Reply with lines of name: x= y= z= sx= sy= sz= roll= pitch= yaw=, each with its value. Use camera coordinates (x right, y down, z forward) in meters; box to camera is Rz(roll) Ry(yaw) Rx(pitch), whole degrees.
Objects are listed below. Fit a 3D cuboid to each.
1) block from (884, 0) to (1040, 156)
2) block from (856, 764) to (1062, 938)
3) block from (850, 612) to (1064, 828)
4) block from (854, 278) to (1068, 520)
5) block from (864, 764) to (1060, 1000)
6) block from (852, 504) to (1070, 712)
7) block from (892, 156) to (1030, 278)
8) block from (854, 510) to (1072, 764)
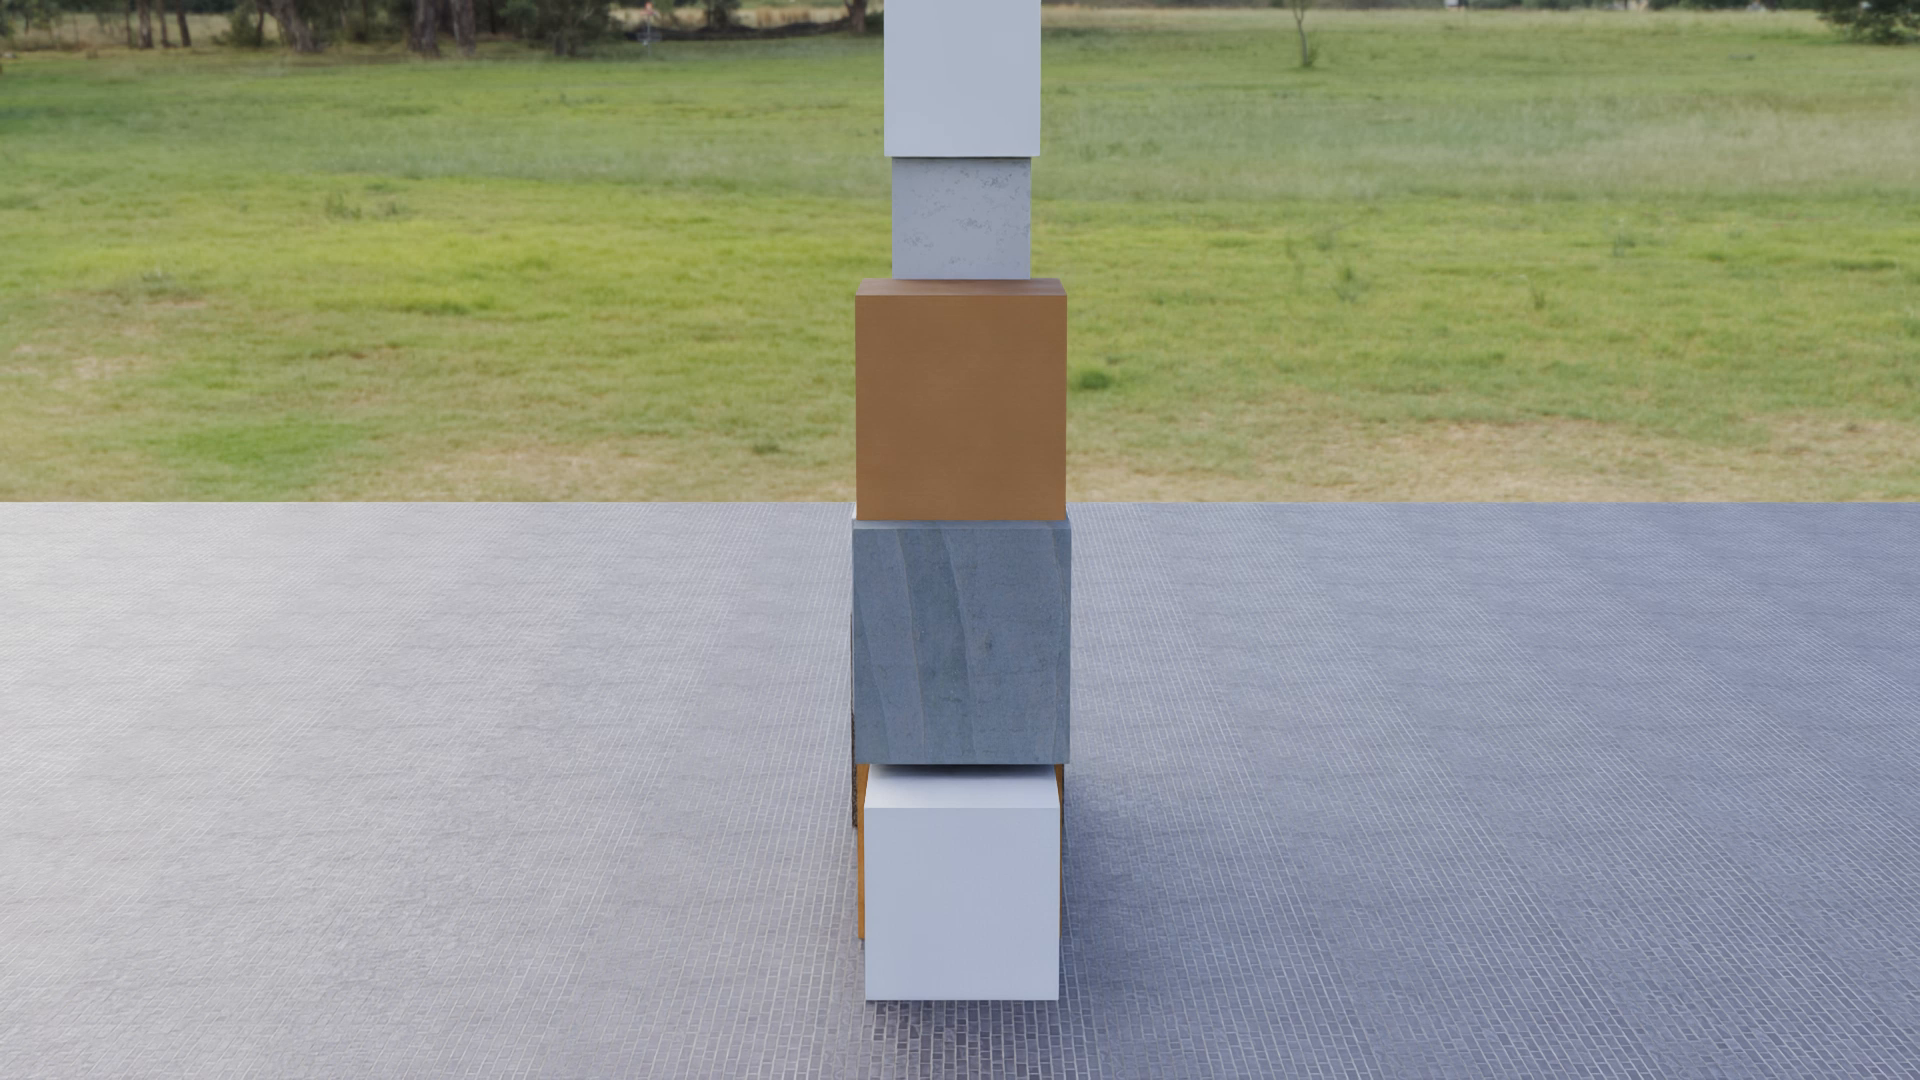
block: x=0.009 y=-1.995 z=10.845 sx=0.642 sy=0.741 sz=0.641 roll=0 pitch=9 yaw=0
block: x=-0.001 y=1.159 z=10.863 sx=0.834 sy=0.832 sz=0.784 roll=0 pitch=10 yaw=0
block: x=-0.010 y=0.767 z=12.486 sx=1.000 sy=1.024 sz=0.956 roll=0 pitch=10 yaw=0
block: x=0.004 y=-0.589 z=10.432 sx=0.822 sy=0.885 sz=0.848 roll=0 pitch=10 yaw=0
block: x=0.008 y=1.327 z=10.128 sx=0.742 sy=0.765 sz=0.704 roll=0 pitch=10 yaw=0
block: x=0.002 y=0.242 z=11.264 sx=0.912 sy=0.834 sz=0.934 roll=0 pitch=10 yaw=0
block: x=0.006 y=-1.380 z=10.937 sx=0.577 sy=0.504 sz=0.540 roll=0 pitch=9 yaw=0
block: x=0.009 y=0.347 z=10.385 sx=0.843 sy=0.938 sz=0.803 roll=0 pitch=10 yaw=0
